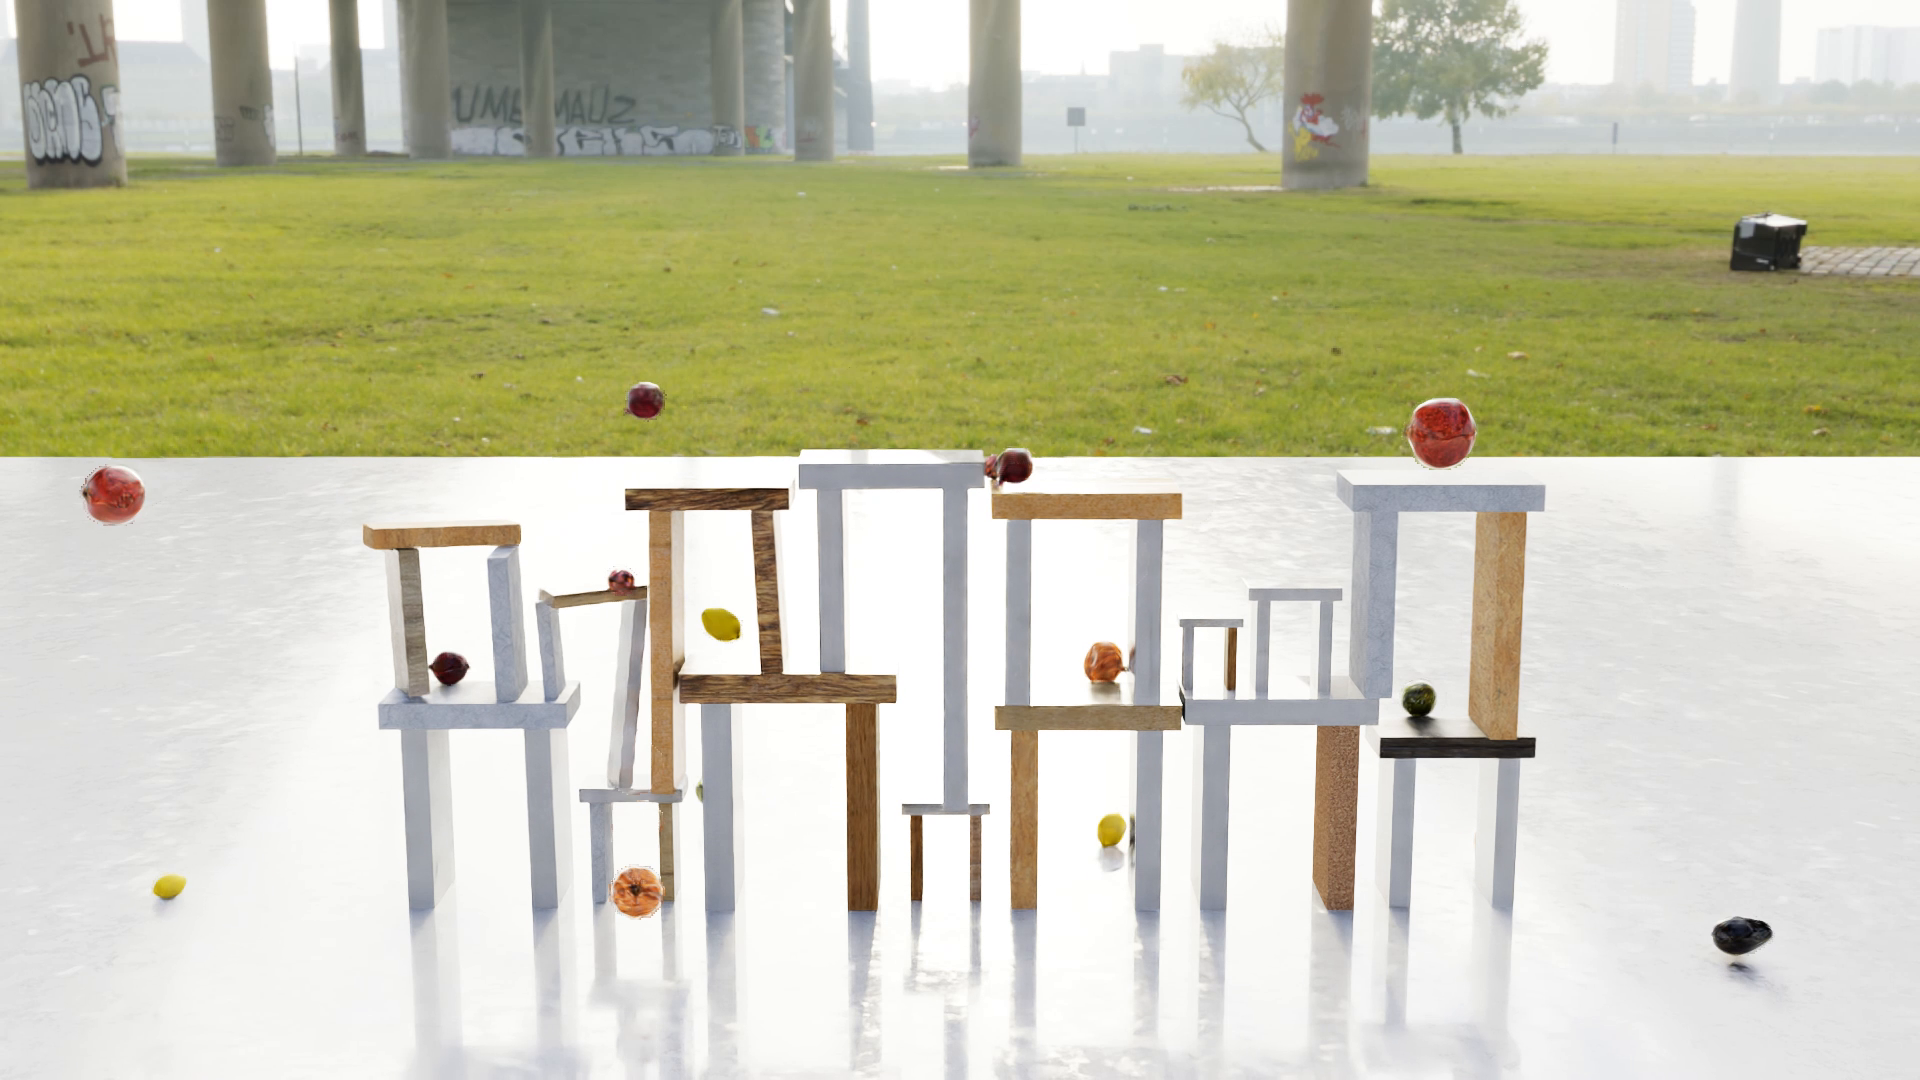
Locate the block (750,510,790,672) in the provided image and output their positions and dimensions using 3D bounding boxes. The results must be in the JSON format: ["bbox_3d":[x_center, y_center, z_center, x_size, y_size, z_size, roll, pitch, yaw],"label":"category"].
[{"bbox_3d":[-0.308,0.071,3.570,0.037,0.261,0.131,-3,11,1],"label":"block"}]

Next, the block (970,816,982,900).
[{"bbox_3d":[0.026,0.517,3.658,0.021,0.147,0.073,0,11,0],"label":"block"}]

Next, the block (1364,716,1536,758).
[{"bbox_3d":[0.804,0.324,3.616,0.253,0.036,0.126,0,10,0],"label":"block"}]

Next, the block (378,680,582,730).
[{"bbox_3d":[-0.787,0.270,3.615,0.302,0.043,0.151,0,11,-1],"label":"block"}]

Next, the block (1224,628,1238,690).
[{"bbox_3d":[0.442,0.188,3.599,0.015,0.104,0.052,0,11,0],"label":"block"}]

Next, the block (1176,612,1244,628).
[{"bbox_3d":[0.408,0.130,3.587,0.104,0.015,0.052,0,11,0],"label":"block"}]

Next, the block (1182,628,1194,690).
[{"bbox_3d":[0.373,0.188,3.599,0.015,0.104,0.052,0,11,0],"label":"block"}]

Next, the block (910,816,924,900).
[{"bbox_3d":[-0.072,0.517,3.658,0.021,0.147,0.073,0,11,0],"label":"block"}]

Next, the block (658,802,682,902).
[{"bbox_3d":[-0.483,0.506,3.658,0.024,0.169,0.085,0,11,0],"label":"block"}]

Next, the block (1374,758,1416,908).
[{"bbox_3d":[0.720,0.466,3.642,0.036,0.253,0.126,0,10,0],"label":"block"}]

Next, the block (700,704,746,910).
[{"bbox_3d":[-0.392,0.418,3.642,0.049,0.348,0.174,0,11,0],"label":"block"}]

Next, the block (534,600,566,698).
[{"bbox_3d":[-0.668,0.171,3.591,0.023,0.159,0.080,-4,11,0],"label":"block"}]

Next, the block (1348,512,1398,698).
[{"bbox_3d":[0.671,0.091,3.575,0.043,0.304,0.152,0,11,0],"label":"block"}]

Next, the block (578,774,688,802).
[{"bbox_3d":[-0.539,0.411,3.640,0.169,0.024,0.085,0,11,0],"label":"block"}]

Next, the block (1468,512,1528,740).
[{"bbox_3d":[0.873,0.125,3.575,0.043,0.371,0.152,0,10,-1],"label":"block"}]

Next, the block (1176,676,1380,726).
[{"bbox_3d":[0.518,0.262,3.607,0.311,0.044,0.156,0,11,0],"label":"block"}]

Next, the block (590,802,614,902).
[{"bbox_3d":[-0.595,0.506,3.658,0.024,0.169,0.085,0,11,0],"label":"block"}]

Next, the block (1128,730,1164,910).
[{"bbox_3d":[0.307,0.442,3.642,0.043,0.302,0.151,0,11,0],"label":"block"}]

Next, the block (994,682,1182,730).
[{"bbox_3d":[0.206,0.272,3.610,0.301,0.043,0.151,0,11,0],"label":"block"}]

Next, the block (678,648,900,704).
[{"bbox_3d":[-0.275,0.222,3.606,0.348,0.049,0.174,0,11,0],"label":"block"}]

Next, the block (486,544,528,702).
[{"bbox_3d":[-0.737,0.134,3.584,0.034,0.237,0.118,-2,11,-2],"label":"block"}]

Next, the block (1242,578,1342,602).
[{"bbox_3d":[0.540,0.081,3.577,0.151,0.021,0.076,0,11,0],"label":"block"}]

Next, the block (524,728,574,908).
[{"bbox_3d":[-0.681,0.440,3.646,0.043,0.302,0.151,-1,11,0],"label":"block"}]

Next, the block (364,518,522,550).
[{"bbox_3d":[-0.850,-0.010,3.613,0.237,0.034,0.118,-2,5,-22],"label":"block"}]

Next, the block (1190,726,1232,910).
[{"bbox_3d":[0.414,0.437,3.639,0.044,0.311,0.156,0,11,0],"label":"block"}]

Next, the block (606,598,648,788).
[{"bbox_3d":[-0.546,0.245,3.608,0.023,0.311,0.080,3,7,-24],"label":"block"}]

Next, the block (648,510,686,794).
[{"bbox_3d":[-0.477,0.172,3.587,0.037,0.465,0.131,1,11,2],"label":"block"}]

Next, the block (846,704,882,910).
[{"bbox_3d":[-0.159,0.418,3.642,0.049,0.348,0.174,0,11,0],"label":"block"}]

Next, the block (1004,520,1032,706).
[{"bbox_3d":[0.095,0.103,3.576,0.043,0.302,0.151,0,11,2],"label":"block"}]

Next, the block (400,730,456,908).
[{"bbox_3d":[-0.881,0.441,3.646,0.043,0.302,0.151,0,11,0],"label":"block"}]

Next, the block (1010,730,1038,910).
[{"bbox_3d":[0.106,0.442,3.642,0.043,0.302,0.151,0,11,0],"label":"block"}]

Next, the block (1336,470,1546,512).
[{"bbox_3d":[0.772,-0.080,3.544,0.304,0.043,0.152,0,10,0],"label":"block"}]

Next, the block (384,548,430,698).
[{"bbox_3d":[-0.901,0.129,3.584,0.034,0.237,0.118,-6,7,-25],"label":"block"}]

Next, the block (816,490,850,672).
[{"bbox_3d":[-0.205,0.053,3.572,0.042,0.296,0.148,0,11,0],"label":"block"}]

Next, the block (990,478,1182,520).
[{"bbox_3d":[0.200,-0.067,3.546,0.302,0.043,0.151,0,11,0],"label":"block"}]

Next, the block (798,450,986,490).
[{"bbox_3d":[-0.110,-0.114,3.544,0.296,0.042,0.148,0,11,-2],"label":"block"}]

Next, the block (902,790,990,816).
[{"bbox_3d":[-0.023,0.435,3.643,0.147,0.021,0.073,0,10,0],"label":"block"}]

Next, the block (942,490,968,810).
[{"bbox_3d":[-0.007,0.166,3.594,0.042,0.526,0.148,0,10,0],"label":"block"}]

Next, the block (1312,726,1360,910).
[{"bbox_3d":[0.621,0.437,3.639,0.044,0.311,0.156,0,11,0],"label":"block"}]

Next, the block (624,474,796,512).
[{"bbox_3d":[-0.400,-0.076,3.543,0.261,0.037,0.131,0,11,0],"label":"block"}]

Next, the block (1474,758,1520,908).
[{"bbox_3d":[0.889,0.466,3.642,0.036,0.253,0.126,0,10,0],"label":"block"}]

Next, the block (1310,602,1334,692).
[{"bbox_3d":[0.591,0.166,3.592,0.021,0.151,0.076,0,11,0],"label":"block"}]

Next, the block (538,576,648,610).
[{"bbox_3d":[-0.593,0.084,3.555,0.159,0.023,0.080,-7,13,-29],"label":"block"}]

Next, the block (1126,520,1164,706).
[{"bbox_3d":[0.301,0.103,3.577,0.043,0.302,0.151,0,11,0],"label":"block"}]

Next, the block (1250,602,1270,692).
[{"bbox_3d":[0.490,0.166,3.592,0.021,0.151,0.076,0,11,0],"label":"block"}]
